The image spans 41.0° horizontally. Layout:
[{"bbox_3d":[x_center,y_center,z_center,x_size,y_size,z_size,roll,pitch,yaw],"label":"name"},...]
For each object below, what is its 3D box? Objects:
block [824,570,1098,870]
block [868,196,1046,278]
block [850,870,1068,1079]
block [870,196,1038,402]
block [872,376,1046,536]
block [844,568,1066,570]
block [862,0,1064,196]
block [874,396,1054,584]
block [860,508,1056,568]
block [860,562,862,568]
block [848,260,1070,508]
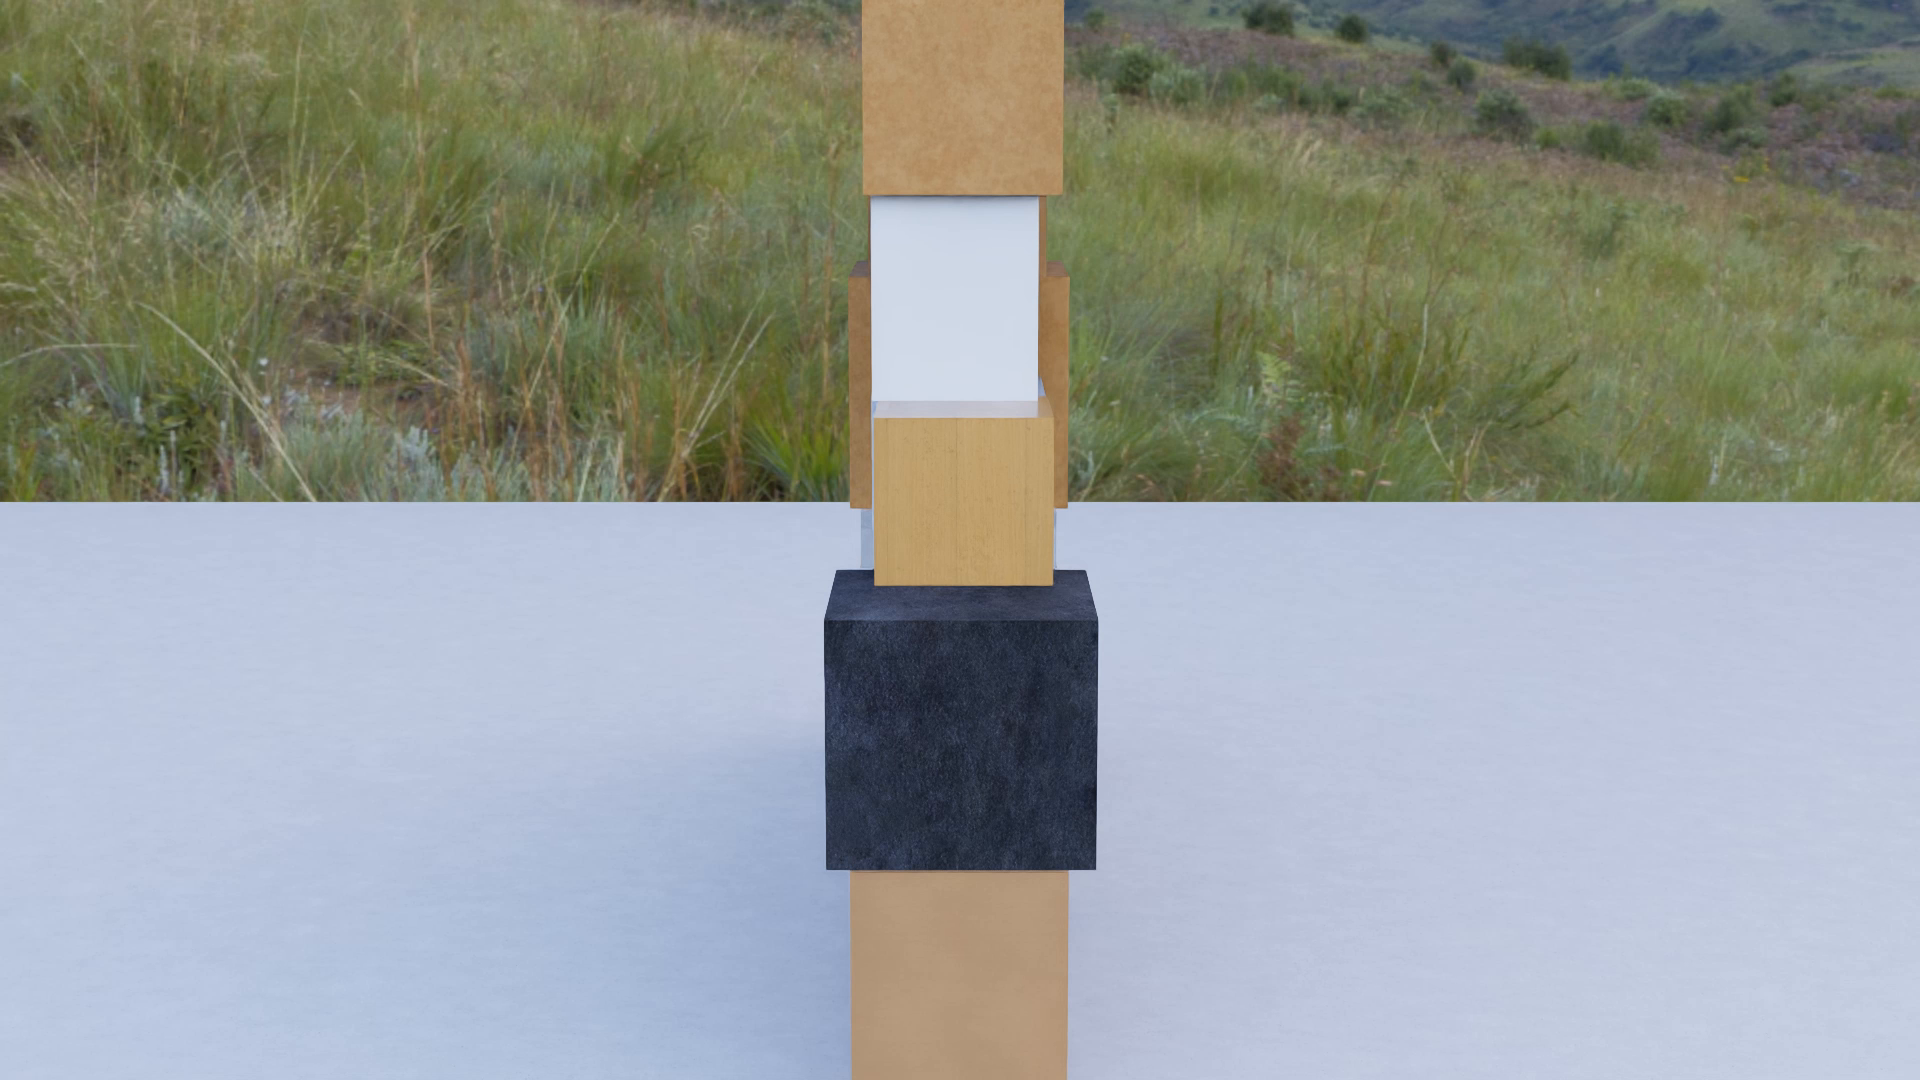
[{"bbox_3d":[0.004,0.626,9.235,0.934,0.883,0.904,0,10,0],"label":"block"},{"bbox_3d":[-0.011,-1.457,10.577,0.718,0.709,0.636,0,10,0],"label":"block"},{"bbox_3d":[-0.002,1.466,9.295,0.754,0.790,0.787,0,10,0],"label":"block"},{"bbox_3d":[-0.019,-0.971,9.982,0.627,0.778,0.693,0,11,0],"label":"block"},{"bbox_3d":[-0.006,-0.341,10.228,0.673,0.549,0.627,0,11,0],"label":"block"},{"bbox_3d":[-0.018,0.561,10.162,0.909,0.739,0.923,0,10,0],"label":"block"},{"bbox_3d":[0.011,-1.737,9.754,0.739,0.811,0.664,0,11,0],"label":"block"},{"bbox_3d":[0.014,-0.195,9.584,0.647,0.609,0.683,0,10,0],"label":"block"},{"bbox_3d":[-0.005,0.176,11.021,0.802,0.755,0.884,0,10,0],"label":"block"},{"bbox_3d":[-0.008,0.655,13.320,1.036,0.945,1.045,0,10,0],"label":"block"},{"bbox_3d":[-0.005,-0.682,10.959,0.899,0.955,0.913,0,10,0],"label":"block"}]
